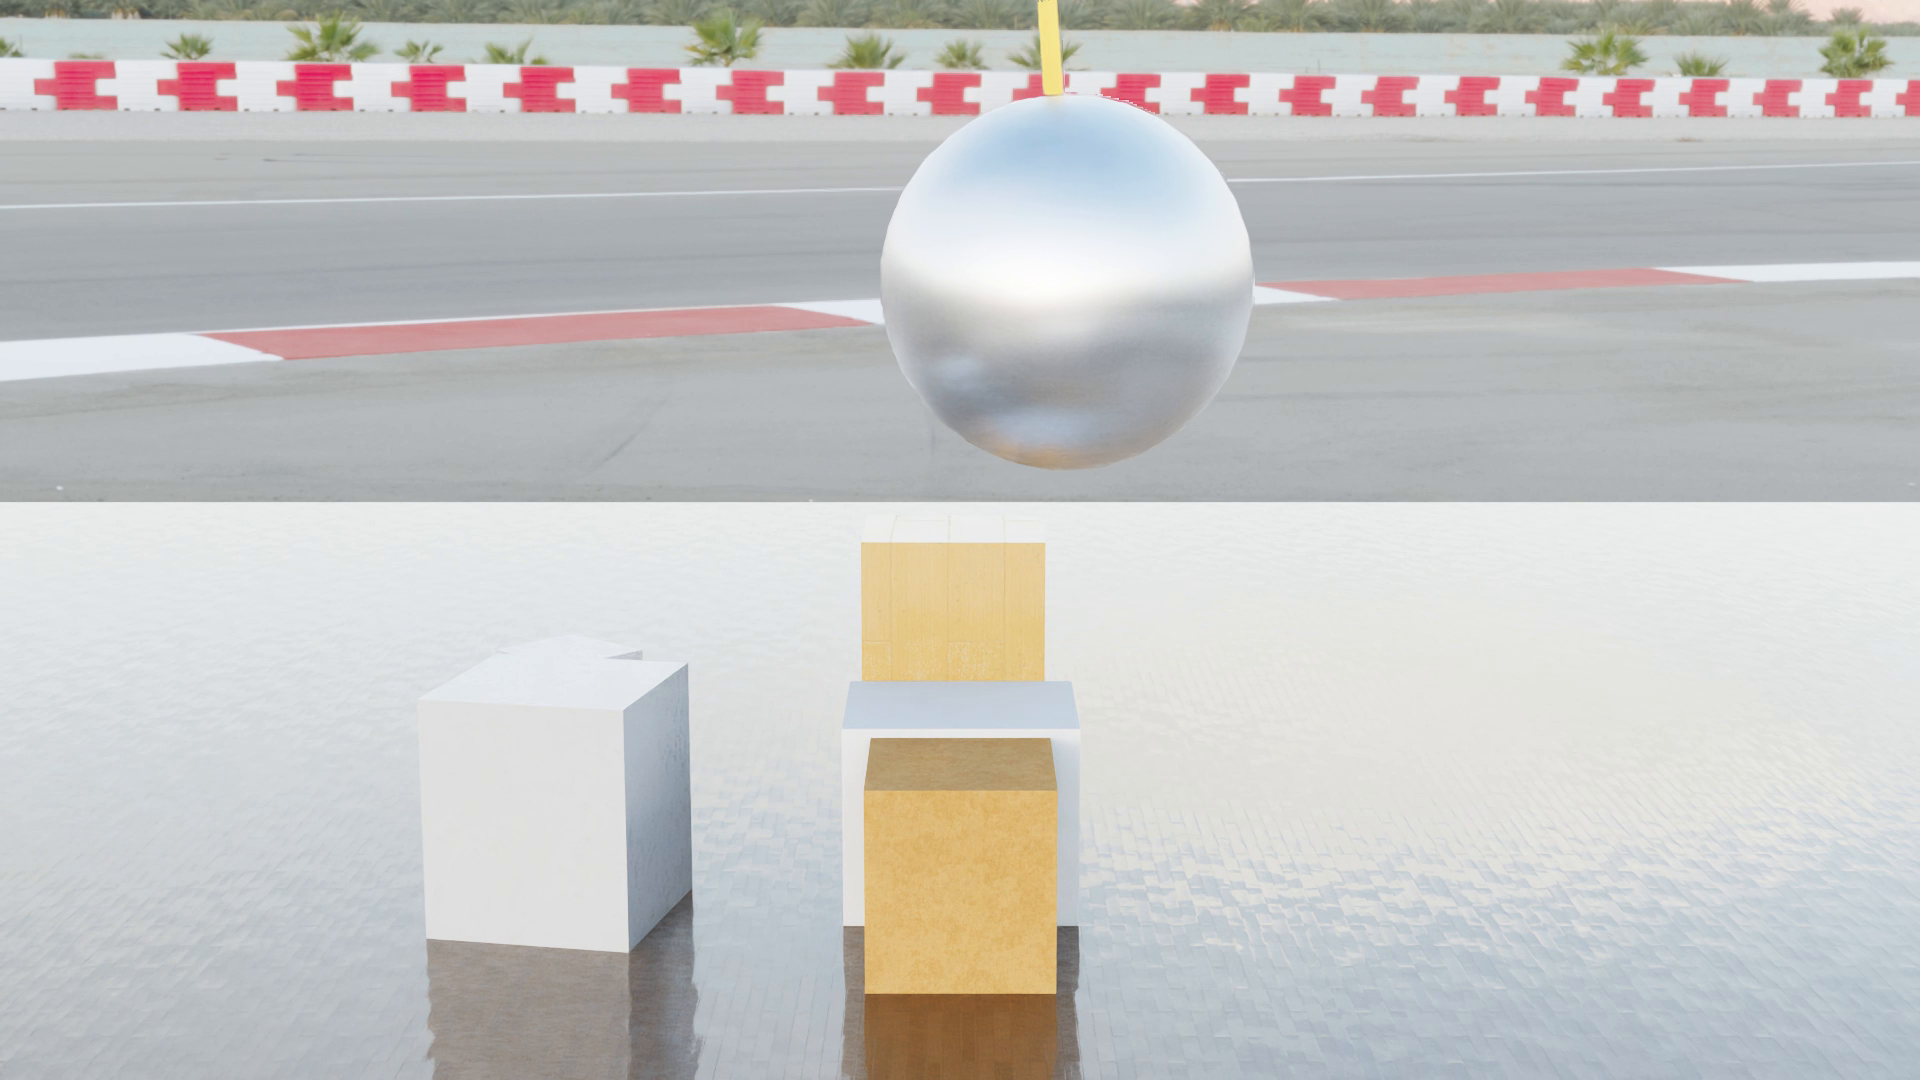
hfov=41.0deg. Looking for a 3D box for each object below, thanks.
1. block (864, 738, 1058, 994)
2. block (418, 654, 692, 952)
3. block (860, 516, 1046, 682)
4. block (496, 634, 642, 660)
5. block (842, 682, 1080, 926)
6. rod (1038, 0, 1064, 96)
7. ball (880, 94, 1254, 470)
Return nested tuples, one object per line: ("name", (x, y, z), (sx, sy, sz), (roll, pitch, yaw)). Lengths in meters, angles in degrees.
("block", (0.002, 1.284, 10.237), (0.740, 0.811, 0.792), (0, 10, 0))
("block", (-1.682, 1.083, 10.788), (0.873, 1.010, 0.854), (2, 11, 11))
("block", (-0.027, 0.314, 11.690), (0.812, 0.744, 0.692), (0, 10, 0))
("block", (-2.035, 0.842, 13.396), (0.572, 0.551, 0.511), (9, 14, 41))
("block", (0.004, 1.119, 11.049), (0.982, 0.846, 0.846), (0, 10, 0))
("rod", (0.197, -4.433, 10.374), (0.080, 5.200, 0.080), (-4, 10, 1))
("ball", (0.455, -1.097, 10.981), (1.600, 1.600, 1.600), (0, 10, 0))
